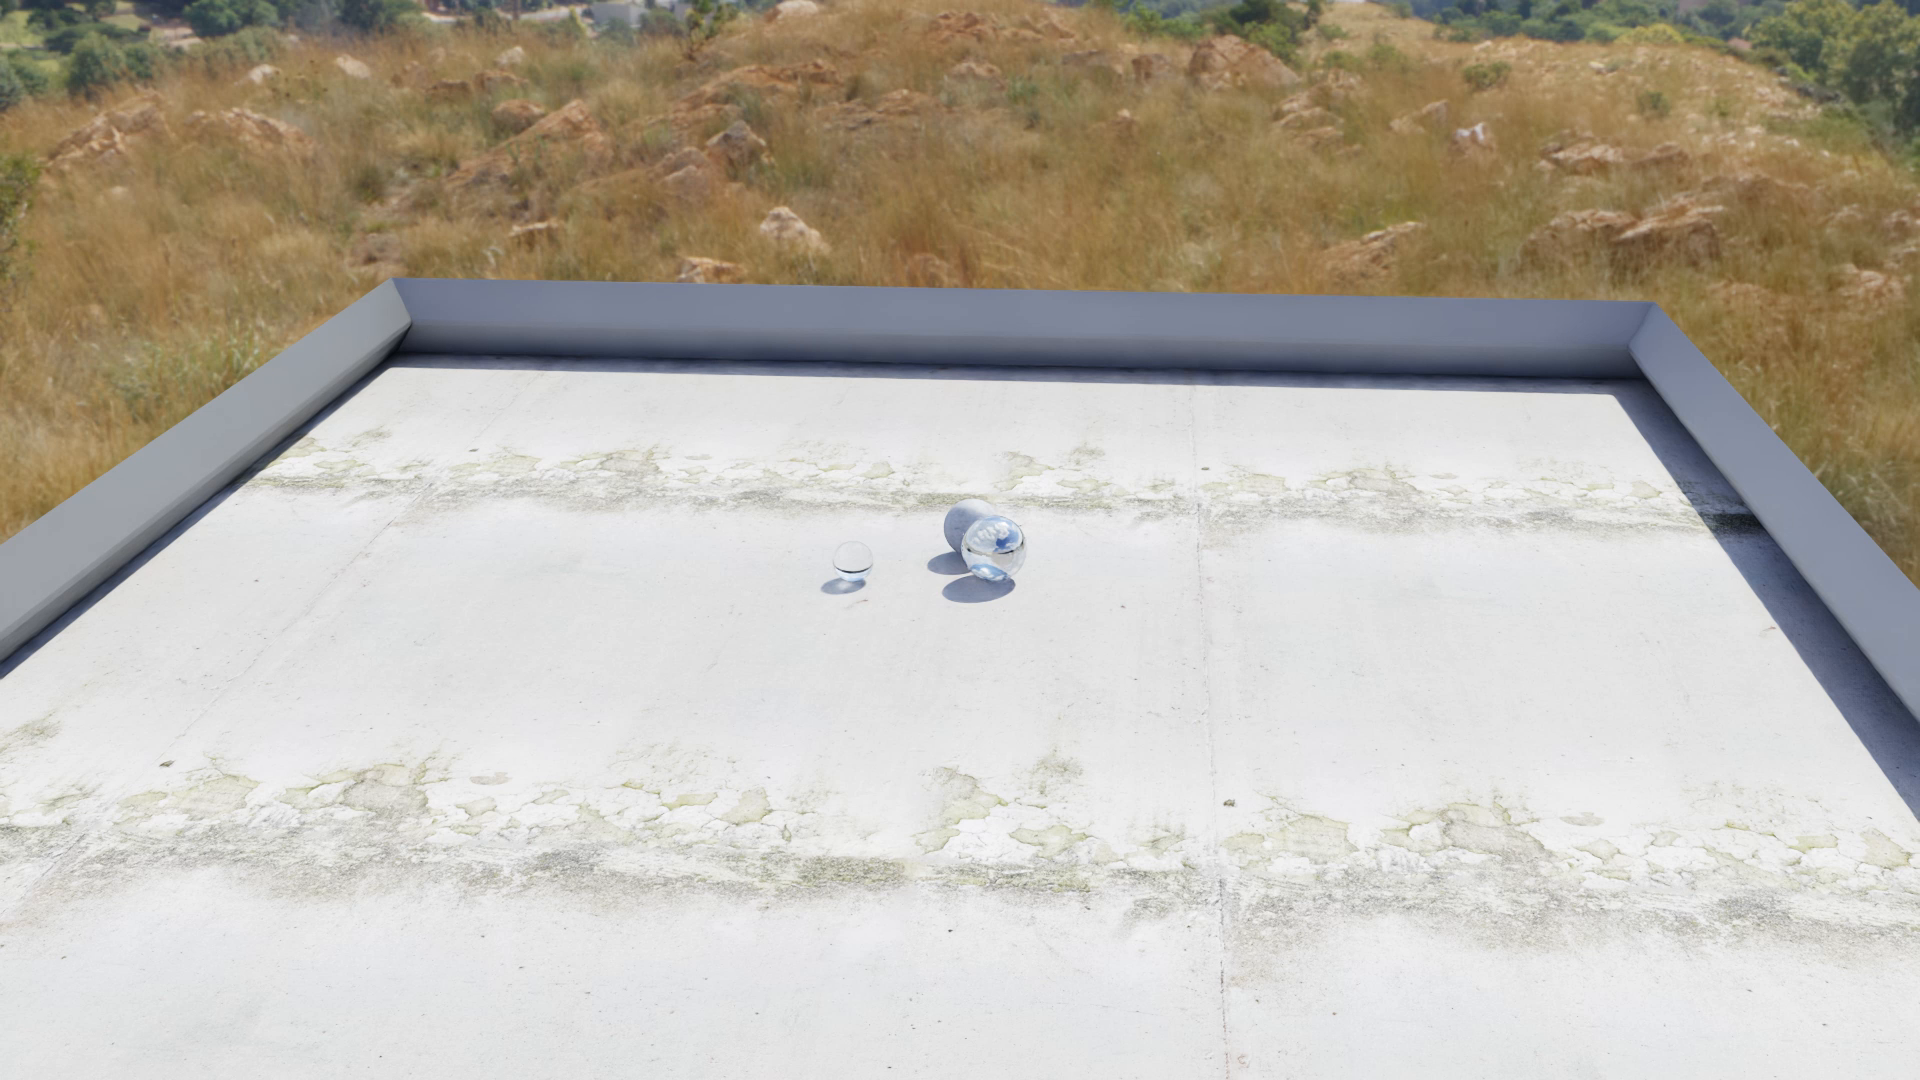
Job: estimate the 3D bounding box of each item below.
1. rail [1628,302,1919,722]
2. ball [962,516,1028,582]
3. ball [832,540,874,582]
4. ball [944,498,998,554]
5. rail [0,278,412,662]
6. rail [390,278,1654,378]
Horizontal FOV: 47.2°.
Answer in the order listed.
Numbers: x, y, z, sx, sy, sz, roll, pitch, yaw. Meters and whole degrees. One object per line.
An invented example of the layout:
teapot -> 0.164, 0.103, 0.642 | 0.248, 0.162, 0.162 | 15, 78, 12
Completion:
rail -> 0.879, 0.306, 1.641 | 0.045, 0.119, 3.645 | 2, 20, 4
ball -> 0.040, 0.010, 2.535 | 0.077, 0.077, 0.077 | 0, 20, 0
ball -> -0.123, 0.024, 2.537 | 0.047, 0.047, 0.047 | 0, 20, 0
ball -> 0.015, -0.015, 2.614 | 0.069, 0.069, 0.069 | 0, 20, 0
rail -> -1.030, 0.252, 1.790 | 0.045, 0.119, 3.645 | 2, 20, 4
rail -> 0.074, -0.324, 3.404 | 1.964, 0.119, 0.045 | 2, 20, 4
